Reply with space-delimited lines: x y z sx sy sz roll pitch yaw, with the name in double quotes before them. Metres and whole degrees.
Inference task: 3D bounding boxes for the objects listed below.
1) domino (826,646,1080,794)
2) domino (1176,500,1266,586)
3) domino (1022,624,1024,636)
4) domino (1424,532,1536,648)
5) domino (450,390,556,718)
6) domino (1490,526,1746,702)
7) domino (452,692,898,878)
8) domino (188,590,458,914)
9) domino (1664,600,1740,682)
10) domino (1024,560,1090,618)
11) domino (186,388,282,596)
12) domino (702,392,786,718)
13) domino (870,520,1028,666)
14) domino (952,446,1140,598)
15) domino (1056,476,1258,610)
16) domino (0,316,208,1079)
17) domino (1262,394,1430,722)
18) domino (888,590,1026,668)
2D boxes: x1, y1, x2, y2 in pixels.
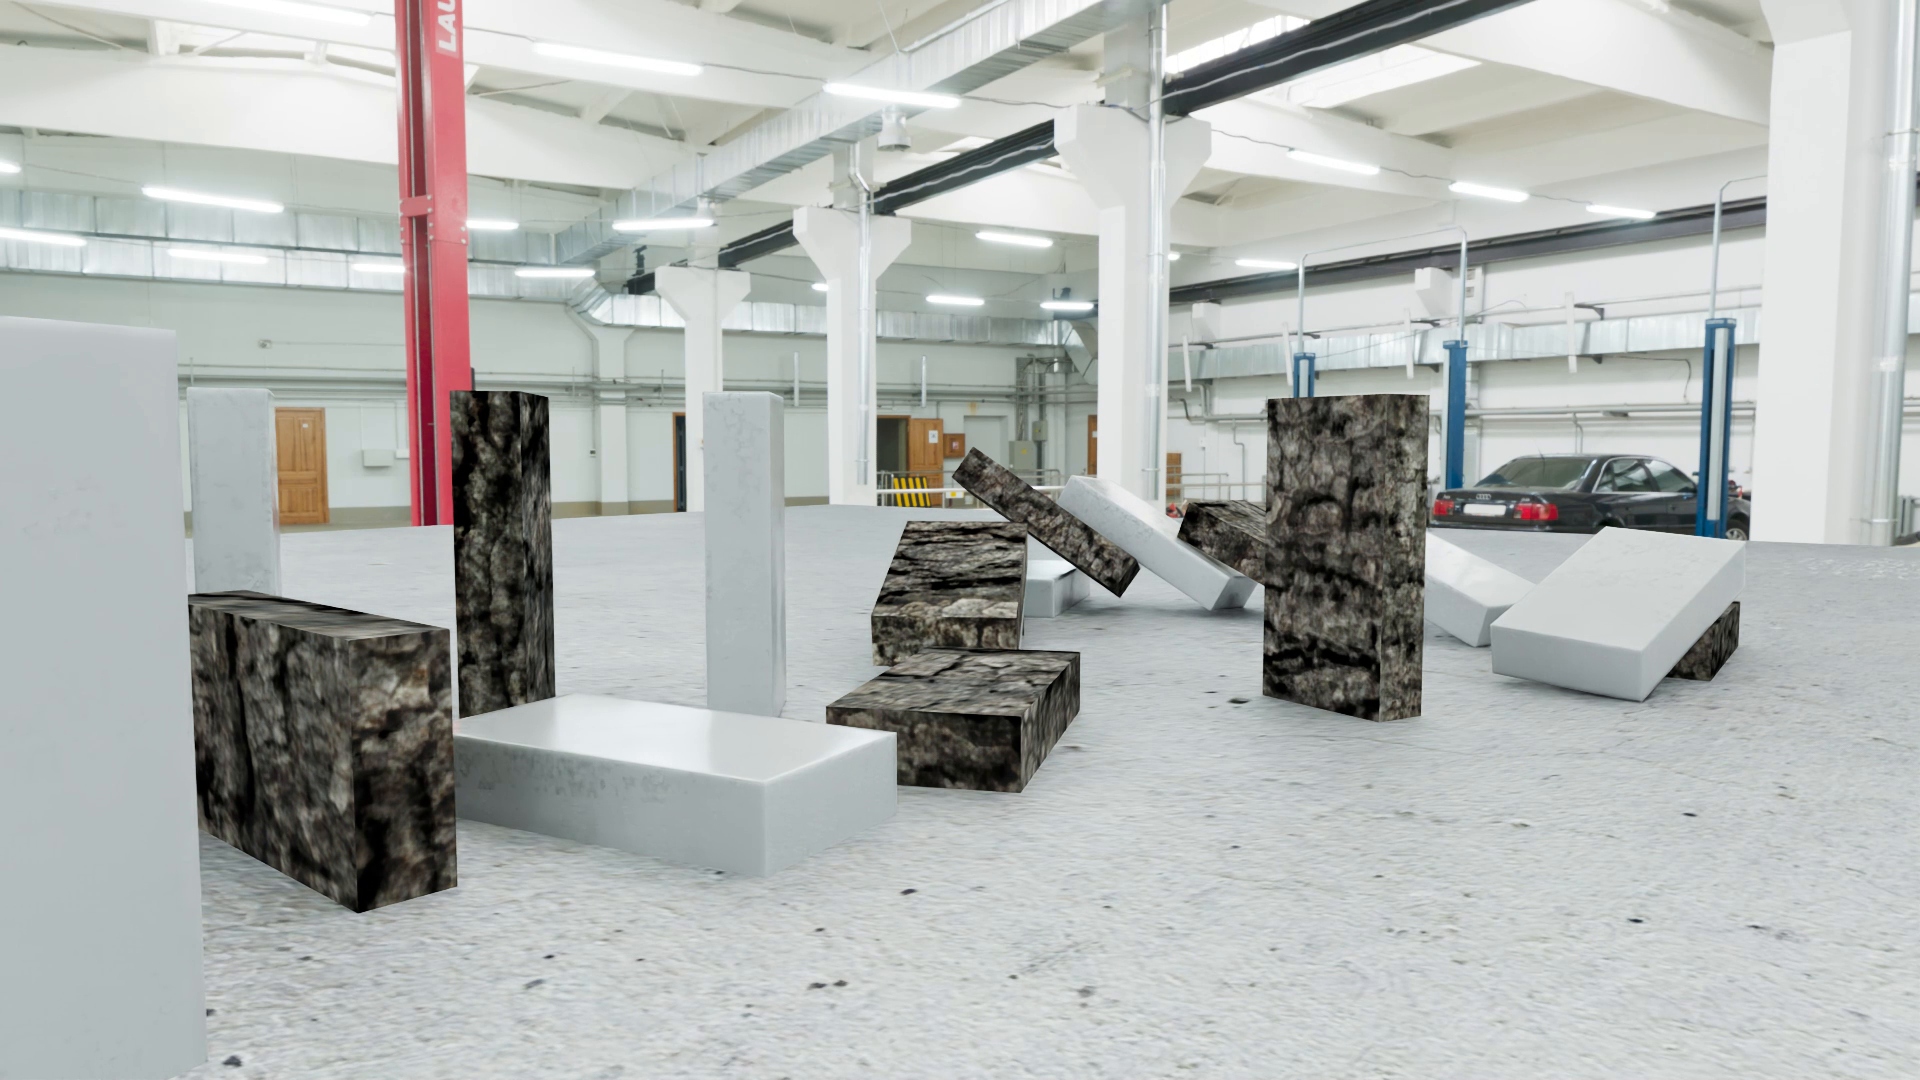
"domino" 0.001 0.024 0.183 0.025 0.010 0.050 1 4 14
"domino" 0.081 0.005 0.317 0.025 0.009 0.050 -4 28 -45
"domino" 0.002 0.009 0.303 0.025 0.010 0.050 -1 18 2
"domino" 0.108 0.008 0.292 0.025 0.009 0.050 -2 23 -29
"domino" -0.069 0.003 0.196 0.009 0.050 0.025 -1 4 -9
"domino" 0.121 0.012 0.234 0.050 0.009 0.025 -26 24 -37
"domino" -0.035 0.027 0.148 0.050 0.010 0.025 2 5 28
"domino" -0.070 0.020 0.135 0.050 0.025 0.009 4 6 41
"domino" 0.139 0.019 0.257 0.025 0.009 0.050 3 5 36
"domino" 0.018 0.012 0.340 0.025 0.009 0.050 1 4 16
"domino" -0.104 0.004 0.185 0.009 0.050 0.025 -2 5 -26
"domino" -0.033 0.003 0.199 0.009 0.050 0.025 0 4 -3
"domino" -0.001 0.009 0.244 0.025 0.010 0.050 1 20 5
"domino" 0.023 -0.004 0.332 0.050 0.009 0.025 35 0 13
"domino" 0.051 0.000 0.333 0.050 0.009 0.025 36 17 26
"domino" -0.061 0.012 0.077 0.009 0.050 0.025 2 5 24
"domino" 0.062 0.002 0.207 0.009 0.050 0.025 -3 5 -31
"domino" 0.001 0.011 0.266 0.025 0.010 0.050 0 20 4
